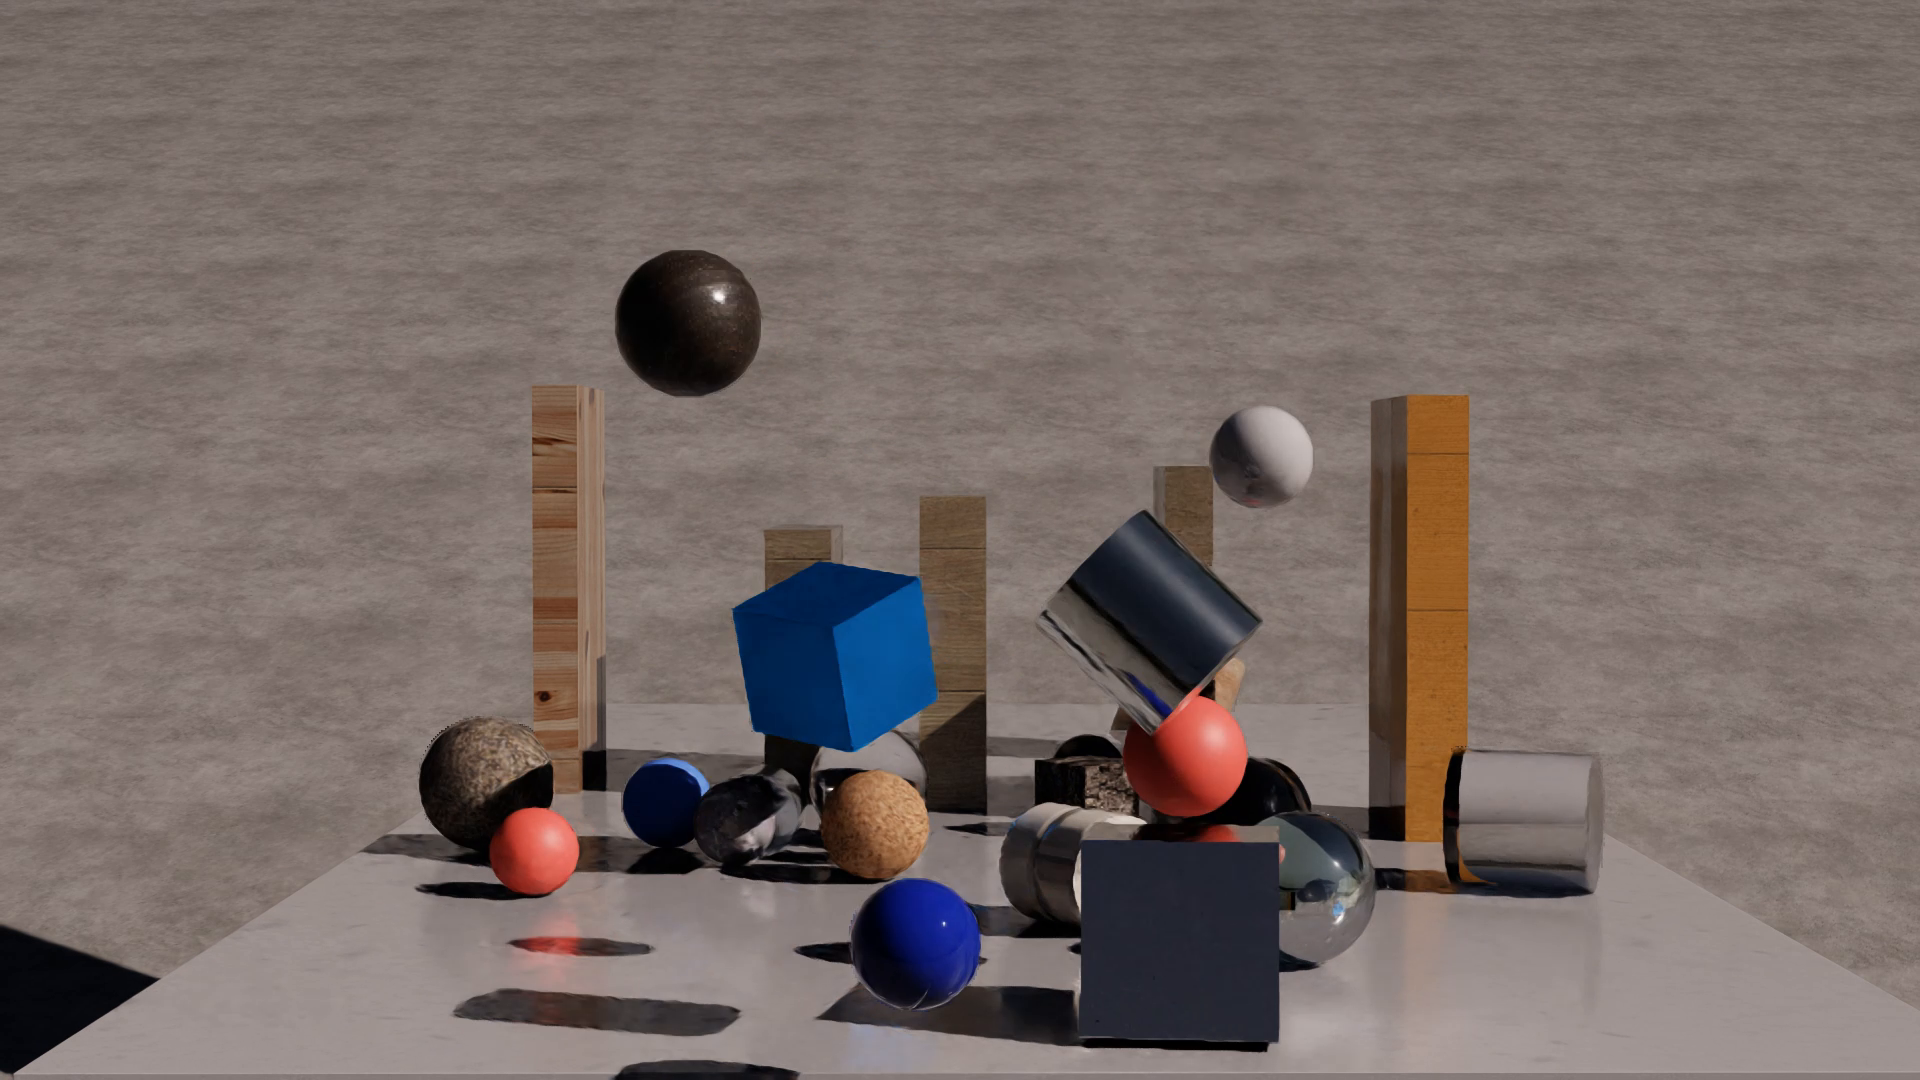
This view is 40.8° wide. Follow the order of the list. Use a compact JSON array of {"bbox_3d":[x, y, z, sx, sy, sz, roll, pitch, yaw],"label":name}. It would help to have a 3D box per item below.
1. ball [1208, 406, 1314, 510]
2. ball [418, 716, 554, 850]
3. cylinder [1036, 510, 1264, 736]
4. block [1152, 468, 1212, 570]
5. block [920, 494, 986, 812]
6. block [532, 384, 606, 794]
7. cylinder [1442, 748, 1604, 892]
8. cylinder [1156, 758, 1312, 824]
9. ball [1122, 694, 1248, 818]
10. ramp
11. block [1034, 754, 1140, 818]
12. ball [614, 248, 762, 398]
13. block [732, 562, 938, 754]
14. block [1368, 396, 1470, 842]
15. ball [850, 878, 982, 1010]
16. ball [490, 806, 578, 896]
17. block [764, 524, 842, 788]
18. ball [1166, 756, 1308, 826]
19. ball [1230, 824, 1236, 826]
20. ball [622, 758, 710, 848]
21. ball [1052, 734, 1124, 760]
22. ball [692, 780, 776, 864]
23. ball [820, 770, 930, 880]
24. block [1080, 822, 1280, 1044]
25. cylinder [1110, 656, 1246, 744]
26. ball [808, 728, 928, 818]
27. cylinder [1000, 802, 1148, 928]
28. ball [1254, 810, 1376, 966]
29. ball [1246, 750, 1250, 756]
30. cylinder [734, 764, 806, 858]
[{"bbox_3d":[0.332,-0.091,2.843,0.115,0.115,0.115,0,25,0],"label":"ball"},{"bbox_3d":[-0.742,0.383,4.047,0.209,0.209,0.209,0,25,0],"label":"ball"},{"bbox_3d":[0.188,0.082,2.560,0.160,0.160,0.160,44,38,8],"label":"cylinder"},{"bbox_3d":[0.461,0.149,5.367,0.094,0.601,0.346,0,2,0],"label":"block"},{"bbox_3d":[-0.012,0.195,4.632,0.116,0.550,0.265,0,2,0],"label":"block"},{"bbox_3d":[-0.745,0.086,4.930,0.083,0.752,0.375,0,2,0],"label":"block"},{"bbox_3d":[0.805,0.399,3.679,0.196,0.196,0.196,1,24,21],"label":"cylinder"},{"bbox_3d":[0.406,0.412,3.811,0.164,0.164,0.164,23,17,40],"label":"cylinder"},{"bbox_3d":[0.262,0.251,3.005,0.144,0.144,0.144,0,25,0],"label":"ball"},{"bbox_3d":[0.058,0.522,4.561,2.000,0.100,4.000,0,2,0],"label":"ramp"},{"bbox_3d":[0.208,0.421,4.215,0.121,0.121,0.121,-1,2,-41],"label":"block"},{"bbox_3d":[-0.261,-0.208,2.480,0.142,0.142,0.142,0,25,0],"label":"ball"},{"bbox_3d":[-0.181,0.168,3.773,0.195,0.195,0.195,9,26,38],"label":"block"},{"bbox_3d":[0.764,0.121,4.311,0.098,0.715,0.371,0,2,0],"label":"block"},{"bbox_3d":[-0.042,0.383,2.446,0.125,0.125,0.125,0,25,0],"label":"ball"},{"bbox_3d":[-0.598,0.437,3.621,0.124,0.124,0.124,0,25,0],"label":"ball"},{"bbox_3d":[-0.304,0.217,5.056,0.127,0.484,0.439,0,2,0],"label":"block"},{"bbox_3d":[0.387,0.399,3.594,0.200,0.200,0.200,0,25,0],"label":"ball"},{"bbox_3d":[0.365,0.442,3.439,0.123,0.123,0.123,0,25,0],"label":"ball"},{"bbox_3d":[-0.462,0.416,4.075,0.141,0.141,0.141,0,25,0],"label":"ball"},{"bbox_3d":[0.224,0.407,4.529,0.132,0.132,0.132,0,25,0],"label":"ball"},{"bbox_3d":[-0.342,0.428,3.904,0.126,0.126,0.126,0,25,0],"label":"ball"},{"bbox_3d":[-0.125,0.415,3.757,0.159,0.159,0.159,0,25,0],"label":"ball"},{"bbox_3d":[0.238,0.416,2.760,0.205,0.205,0.205,0,-1,7],"label":"block"},{"bbox_3d":[0.401,0.296,4.744,0.197,0.197,0.197,20,-13,5],"label":"cylinder"},{"bbox_3d":[-0.146,0.389,4.127,0.191,0.191,0.191,0,25,0],"label":"ball"},{"bbox_3d":[0.160,0.428,3.366,0.156,0.156,0.156,-19,12,-34],"label":"cylinder"},{"bbox_3d":[0.410,0.420,3.115,0.185,0.185,0.185,0,25,0],"label":"ball"},{"bbox_3d":[0.404,0.398,4.225,0.168,0.168,0.168,0,25,0],"label":"ball"},{"bbox_3d":[-0.312,0.423,4.030,0.129,0.129,0.129,1,2,3],"label":"cylinder"}]
